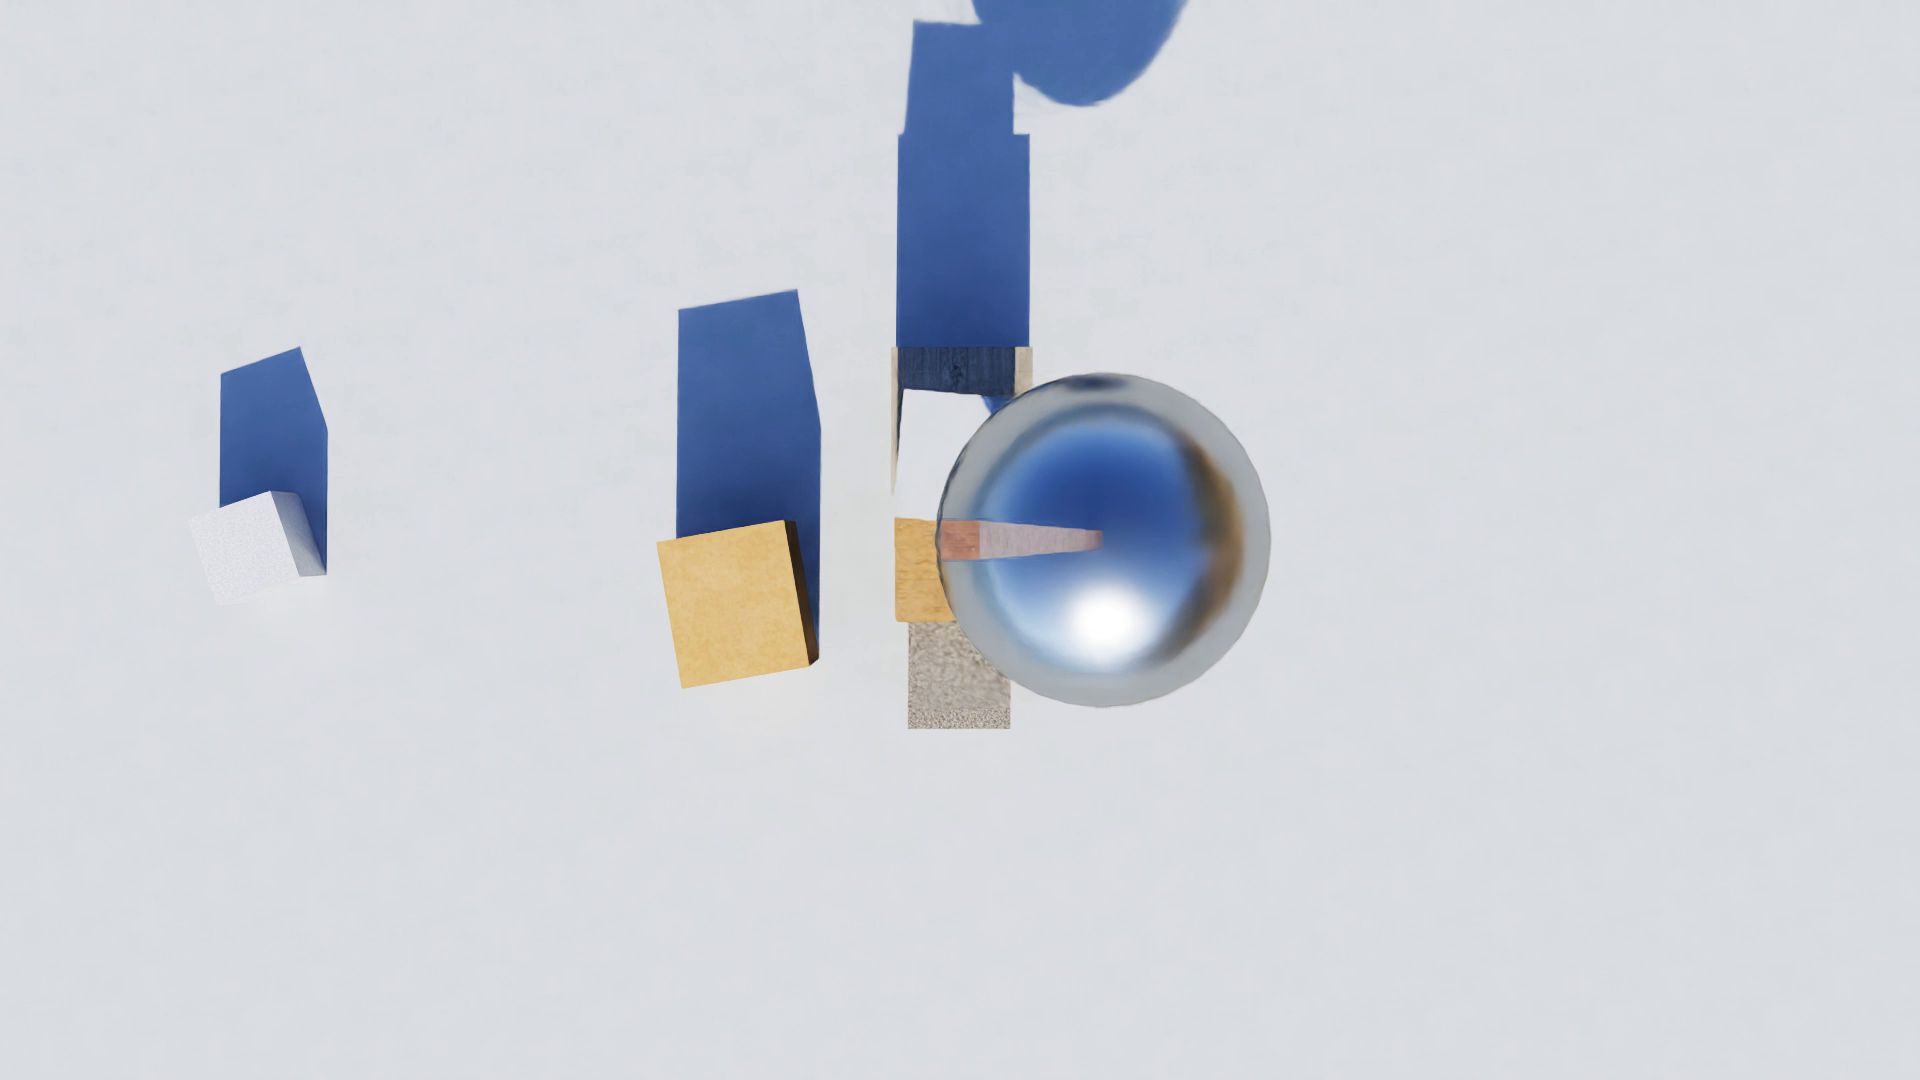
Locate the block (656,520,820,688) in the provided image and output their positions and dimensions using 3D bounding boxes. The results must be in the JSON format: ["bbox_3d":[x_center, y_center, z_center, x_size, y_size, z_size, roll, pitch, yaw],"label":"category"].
[{"bbox_3d":[-1.255,0.356,12.573,0.716,0.854,0.824,-10,90,0],"label":"block"}]

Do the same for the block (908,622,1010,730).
[{"bbox_3d":[-0.004,0.768,12.707,0.580,0.586,0.597,0,90,0],"label":"block"}]

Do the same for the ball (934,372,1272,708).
[{"bbox_3d":[0.678,0.000,10.472,1.600,1.600,1.600,0,90,0],"label":"ball"}]

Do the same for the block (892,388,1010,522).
[{"bbox_3d":[-0.024,-0.434,11.877,0.603,0.586,0.677,5,90,0],"label":"block"}]

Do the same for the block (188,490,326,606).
[{"bbox_3d":[-4.061,0.046,12.731,0.497,0.538,0.516,-19,90,0],"label":"block"}]

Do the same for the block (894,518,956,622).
[{"bbox_3d":[-0.001,0.100,12.630,0.725,0.740,0.706,-1,90,0],"label":"block"}]

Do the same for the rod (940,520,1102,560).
[{"bbox_3d":[0.294,0.000,7.094,0.080,5.200,0.080,0,90,6],"label":"rod"}]

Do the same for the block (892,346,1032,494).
[{"bbox_3d":[0.012,-0.663,12.585,0.783,0.830,0.811,0,90,0],"label":"block"}]
